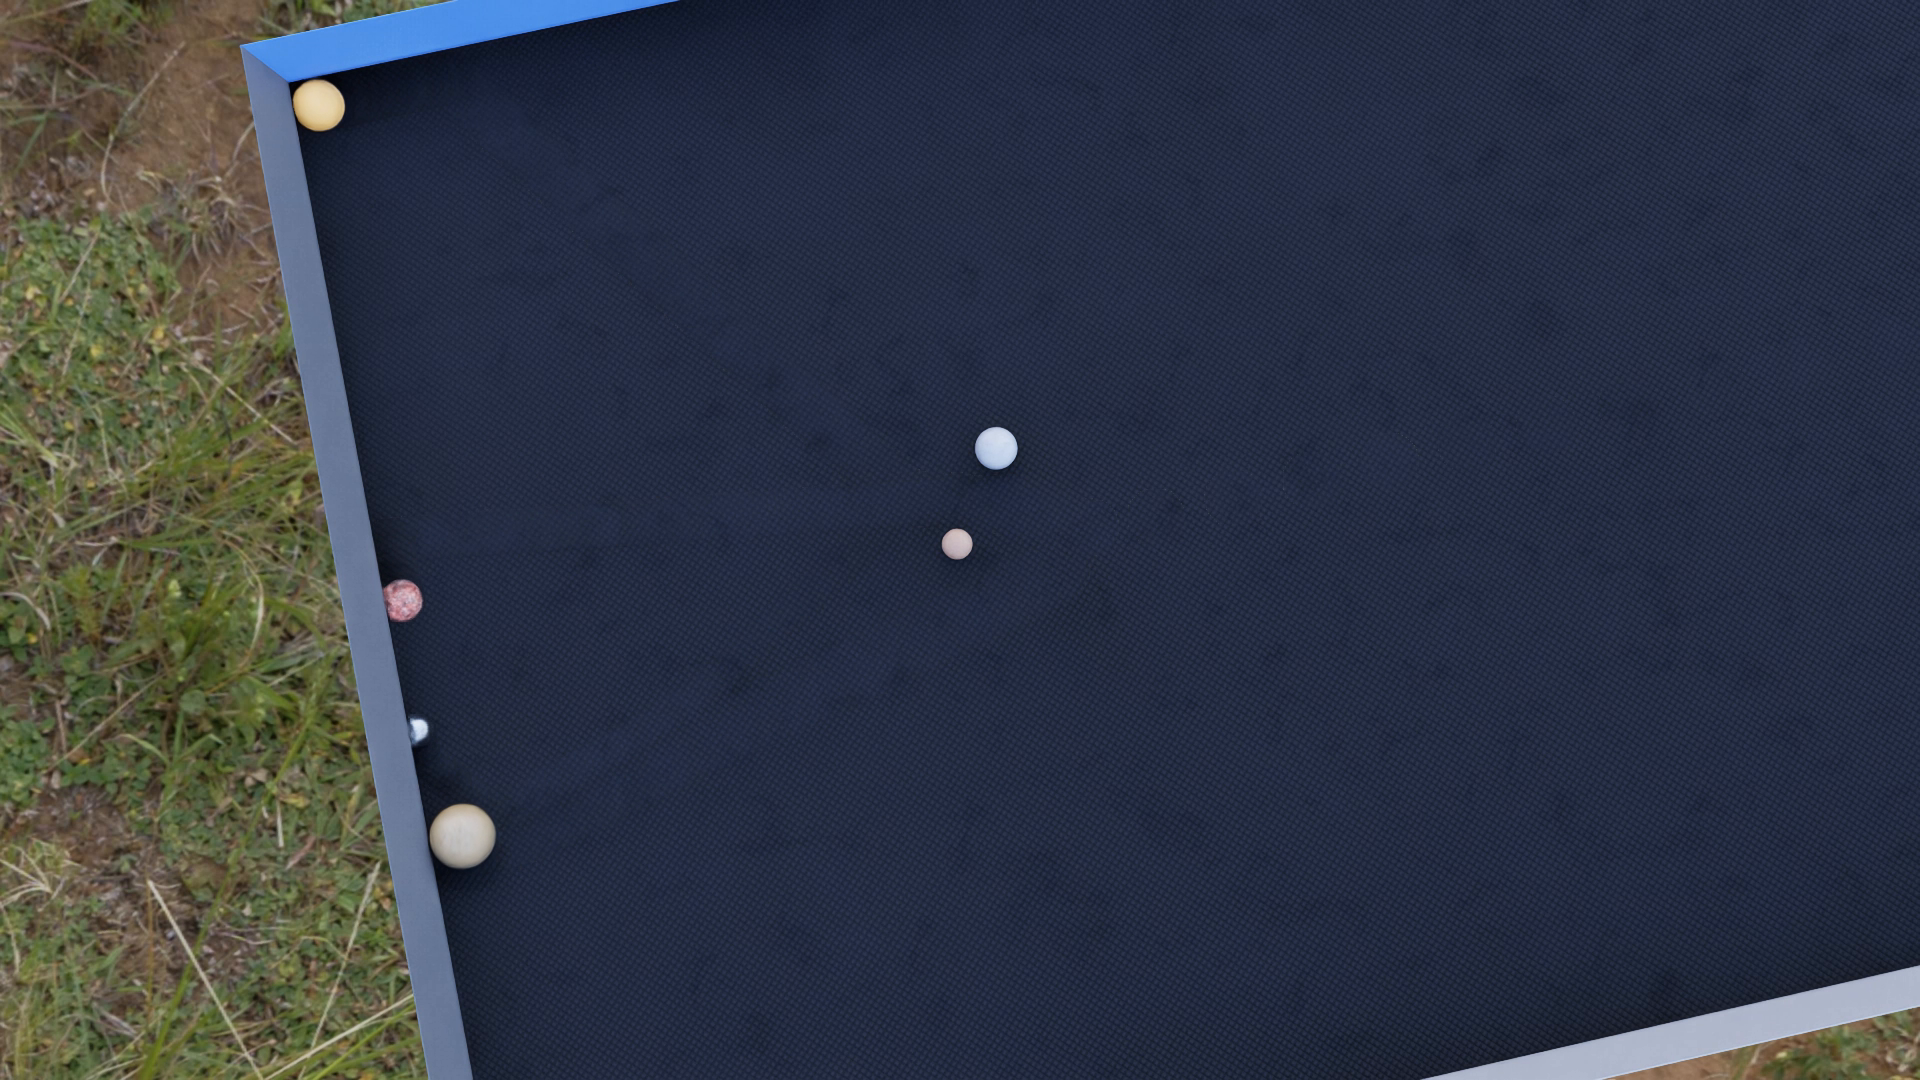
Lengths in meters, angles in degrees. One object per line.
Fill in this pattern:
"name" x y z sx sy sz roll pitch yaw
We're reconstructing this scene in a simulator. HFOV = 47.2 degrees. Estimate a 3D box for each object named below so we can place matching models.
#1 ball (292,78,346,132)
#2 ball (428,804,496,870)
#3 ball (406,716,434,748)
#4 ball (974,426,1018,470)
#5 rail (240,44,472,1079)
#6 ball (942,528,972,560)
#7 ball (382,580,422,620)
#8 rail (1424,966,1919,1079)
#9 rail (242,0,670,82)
"ball" -0.981 -0.665 3.362 0.078 0.078 0.078 0 82 0
"ball" -0.722 0.430 3.193 0.095 0.095 0.095 0 82 0
"ball" -0.799 0.282 3.238 0.048 0.048 0.048 0 82 0
"ball" 0.054 -0.137 3.292 0.064 0.064 0.064 0 82 0
"rail" -0.848 0.182 3.214 0.045 0.124 1.901 -12 82 -2
"ball" -0.004 0.006 3.280 0.046 0.046 0.046 0 82 0
"ball" -0.828 0.089 3.259 0.062 0.062 0.062 0 82 0
"rail" 1.072 0.699 3.138 3.568 0.124 0.045 -12 82 -2
"rail" 0.670 -1.091 3.400 3.568 0.124 0.045 -12 82 -2
